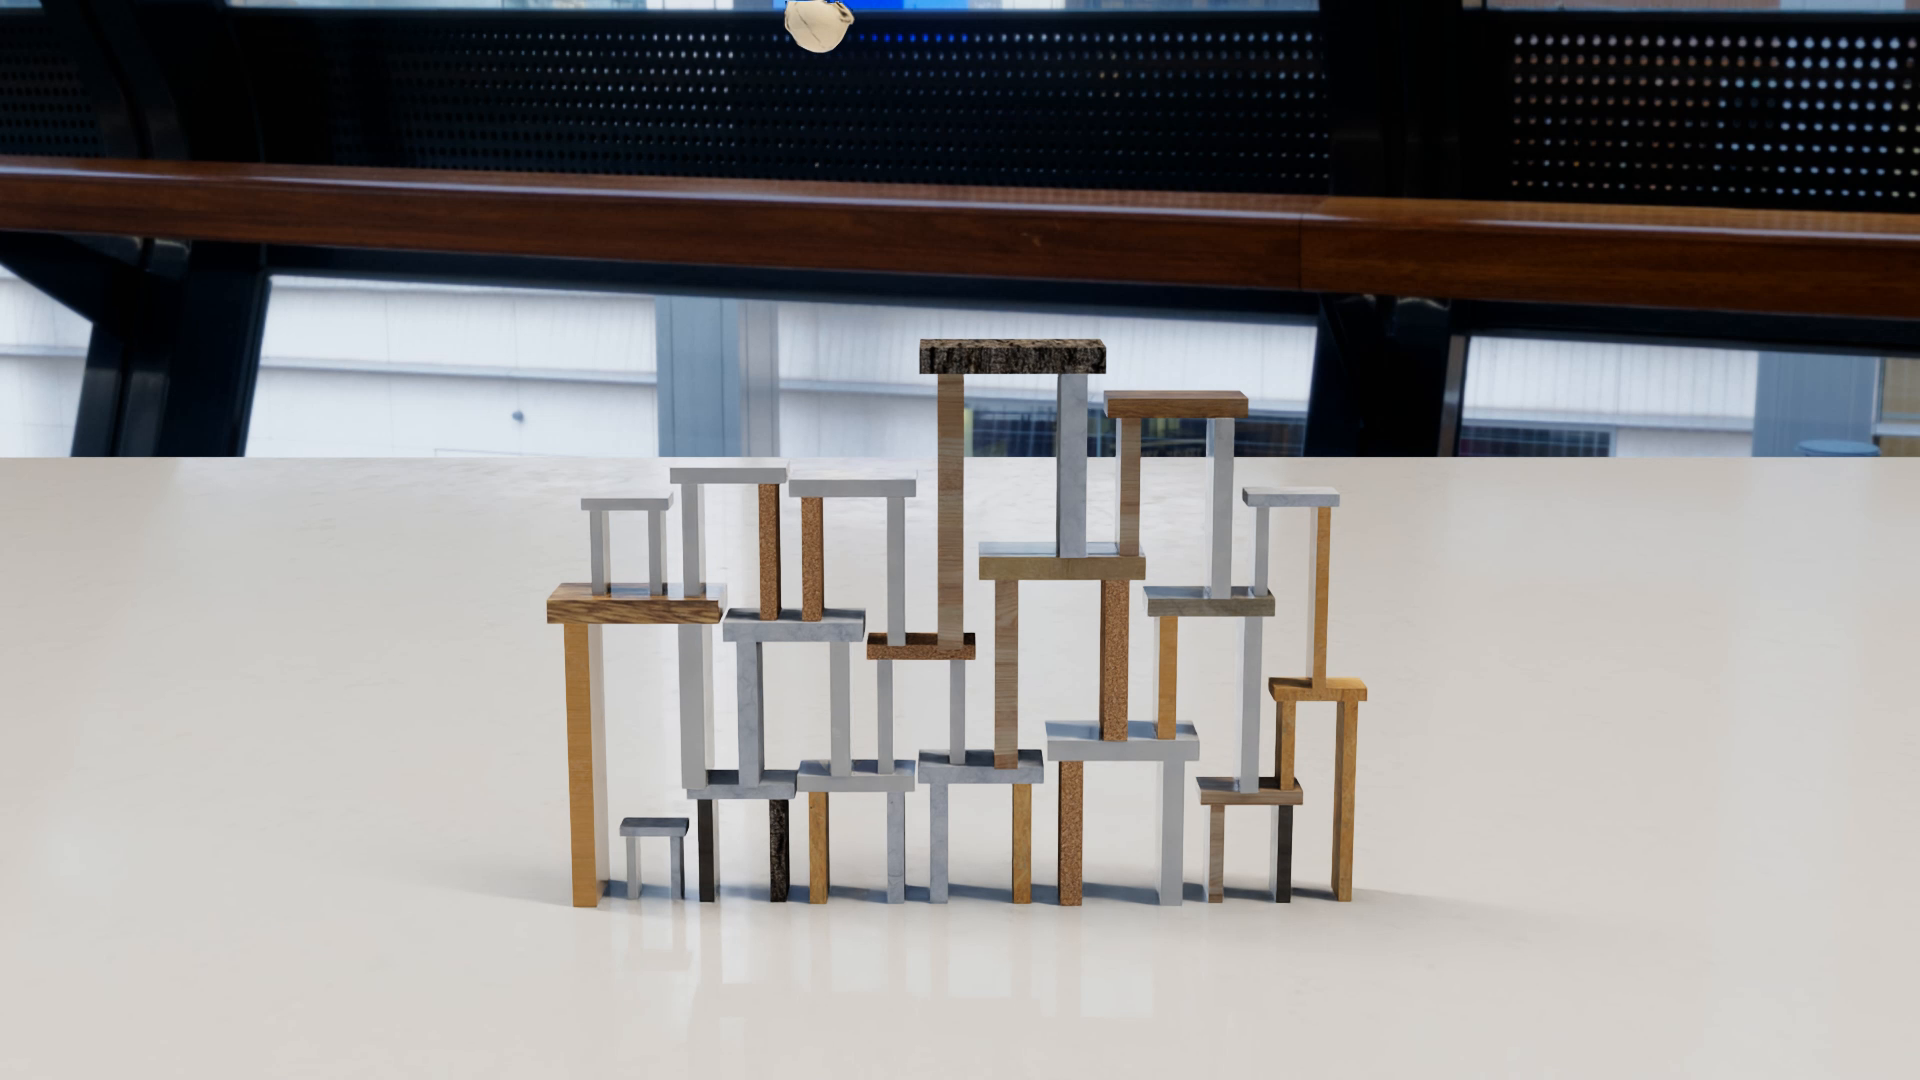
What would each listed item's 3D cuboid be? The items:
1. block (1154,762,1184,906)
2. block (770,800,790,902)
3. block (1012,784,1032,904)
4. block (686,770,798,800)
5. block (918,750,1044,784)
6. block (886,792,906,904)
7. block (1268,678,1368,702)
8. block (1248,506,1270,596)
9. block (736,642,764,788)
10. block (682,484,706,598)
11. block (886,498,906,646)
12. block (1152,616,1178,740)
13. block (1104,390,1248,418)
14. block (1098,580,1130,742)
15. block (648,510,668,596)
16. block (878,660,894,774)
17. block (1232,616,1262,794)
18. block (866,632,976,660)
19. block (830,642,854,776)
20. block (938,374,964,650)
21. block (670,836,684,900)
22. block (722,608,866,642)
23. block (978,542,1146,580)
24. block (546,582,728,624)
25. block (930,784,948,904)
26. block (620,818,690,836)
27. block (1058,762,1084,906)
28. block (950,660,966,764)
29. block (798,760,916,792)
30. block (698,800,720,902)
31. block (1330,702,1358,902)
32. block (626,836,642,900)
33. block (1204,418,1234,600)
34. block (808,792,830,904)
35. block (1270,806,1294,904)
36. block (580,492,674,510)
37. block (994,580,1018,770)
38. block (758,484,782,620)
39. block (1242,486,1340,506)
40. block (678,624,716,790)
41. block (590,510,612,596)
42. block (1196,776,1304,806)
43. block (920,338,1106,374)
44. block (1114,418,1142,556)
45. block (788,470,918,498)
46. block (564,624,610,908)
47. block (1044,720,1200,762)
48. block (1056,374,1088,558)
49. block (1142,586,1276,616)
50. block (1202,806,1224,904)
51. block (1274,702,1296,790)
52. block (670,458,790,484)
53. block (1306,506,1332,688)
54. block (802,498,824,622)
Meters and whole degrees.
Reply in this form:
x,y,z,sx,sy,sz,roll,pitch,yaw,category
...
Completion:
x,y,z,sx,sy,sz,roll,pitch,yaw,category
0.347,0.468,3.648,0.035,0.247,0.123,0,11,0,block
-0.300,0.503,3.655,0.025,0.176,0.088,0,11,0,block
0.102,0.489,3.652,0.029,0.205,0.103,0,11,0,block
-0.359,0.404,3.637,0.176,0.025,0.088,0,11,0,block
0.034,0.374,3.631,0.205,0.029,0.103,0,11,0,block
-0.106,0.496,3.649,0.027,0.192,0.096,0,11,0,block
0.585,0.244,3.603,0.150,0.021,0.075,0,11,0,block
0.483,0.013,3.557,0.021,0.147,0.073,0,11,0,block
-0.344,0.273,3.610,0.032,0.242,0.113,0,11,0,block
-0.431,-0.007,3.560,0.026,0.184,0.092,0,11,0,block
-0.103,0.042,3.568,0.029,0.243,0.101,0,11,-1,block
0.335,0.214,3.594,0.029,0.204,0.102,0,10,0,block
0.343,-0.217,3.516,0.221,0.031,0.111,0,11,0,block
0.252,0.182,3.595,0.038,0.266,0.133,0,11,0,block
-0.490,0.015,3.564,0.020,0.139,0.070,0,11,0,block
-0.122,0.280,3.617,0.025,0.192,0.088,0,11,0,block
0.471,0.258,3.603,0.029,0.295,0.102,0,11,0,block
-0.063,0.173,3.596,0.176,0.025,0.088,0,11,0,block
-0.194,0.264,3.609,0.032,0.225,0.112,0,11,0,block
-0.016,-0.055,3.549,0.041,0.441,0.146,0,11,-1,block
-0.470,0.537,3.658,0.015,0.109,0.054,0,11,0,block
-0.269,0.138,3.585,0.225,0.032,0.113,0,11,0,block
0.163,0.033,3.567,0.266,0.038,0.133,0,11,0,block
-0.523,0.102,3.581,0.275,0.039,0.137,0,11,0,block
-0.034,0.489,3.652,0.029,0.205,0.103,0,11,0,block
-0.506,0.476,3.646,0.109,0.015,0.054,0,11,0,block
0.183,0.468,3.648,0.035,0.247,0.123,0,11,0,block
-0.004,0.272,3.615,0.025,0.176,0.088,0,11,0,block
-0.169,0.389,3.629,0.192,0.027,0.096,0,11,0,block
-0.417,0.503,3.655,0.025,0.176,0.088,0,11,0,block
0.635,0.423,3.636,0.021,0.341,0.075,0,11,0,block
-0.542,0.537,3.658,0.015,0.109,0.054,0,11,0,block
0.417,-0.059,3.545,0.031,0.291,0.111,0,11,0,block
-0.233,0.496,3.648,0.027,0.192,0.096,0,10,0,block
0.533,0.508,3.650,0.024,0.167,0.084,0,11,0,block
-0.536,-0.063,3.550,0.140,0.020,0.070,0,11,0,block
0.075,0.206,3.599,0.038,0.313,0.133,0,11,0,block
-0.308,0.012,3.564,0.026,0.224,0.092,0,11,0,block
0.532,-0.070,3.542,0.147,0.021,0.073,0,11,0,block
-0.432,0.256,3.610,0.039,0.275,0.137,0,11,0,block
-0.583,0.015,3.564,0.020,0.140,0.070,0,11,0,block
0.477,0.414,3.632,0.167,0.024,0.084,0,11,0,block
0.082,-0.293,3.506,0.292,0.041,0.146,0,11,0,block
0.270,-0.093,3.539,0.031,0.221,0.111,0,11,0,block
-0.171,-0.091,3.543,0.202,0.029,0.101,0,11,0,block
-0.615,0.356,3.628,0.039,0.476,0.137,0,11,0,block
0.265,0.330,3.622,0.247,0.035,0.123,0,11,0,block
0.179,-0.129,3.537,0.041,0.292,0.146,0,11,0,block
0.403,0.099,3.573,0.204,0.029,0.102,0,11,0,block
0.421,0.508,3.650,0.024,0.167,0.084,0,11,0,block
0.535,0.329,3.618,0.021,0.150,0.075,0,11,0,block
-0.369,-0.111,3.541,0.184,0.026,0.092,0,11,0,block
0.582,0.087,3.571,0.021,0.299,0.073,0,11,0,block
-0.238,0.023,3.565,0.029,0.203,0.101,0,11,0,block
